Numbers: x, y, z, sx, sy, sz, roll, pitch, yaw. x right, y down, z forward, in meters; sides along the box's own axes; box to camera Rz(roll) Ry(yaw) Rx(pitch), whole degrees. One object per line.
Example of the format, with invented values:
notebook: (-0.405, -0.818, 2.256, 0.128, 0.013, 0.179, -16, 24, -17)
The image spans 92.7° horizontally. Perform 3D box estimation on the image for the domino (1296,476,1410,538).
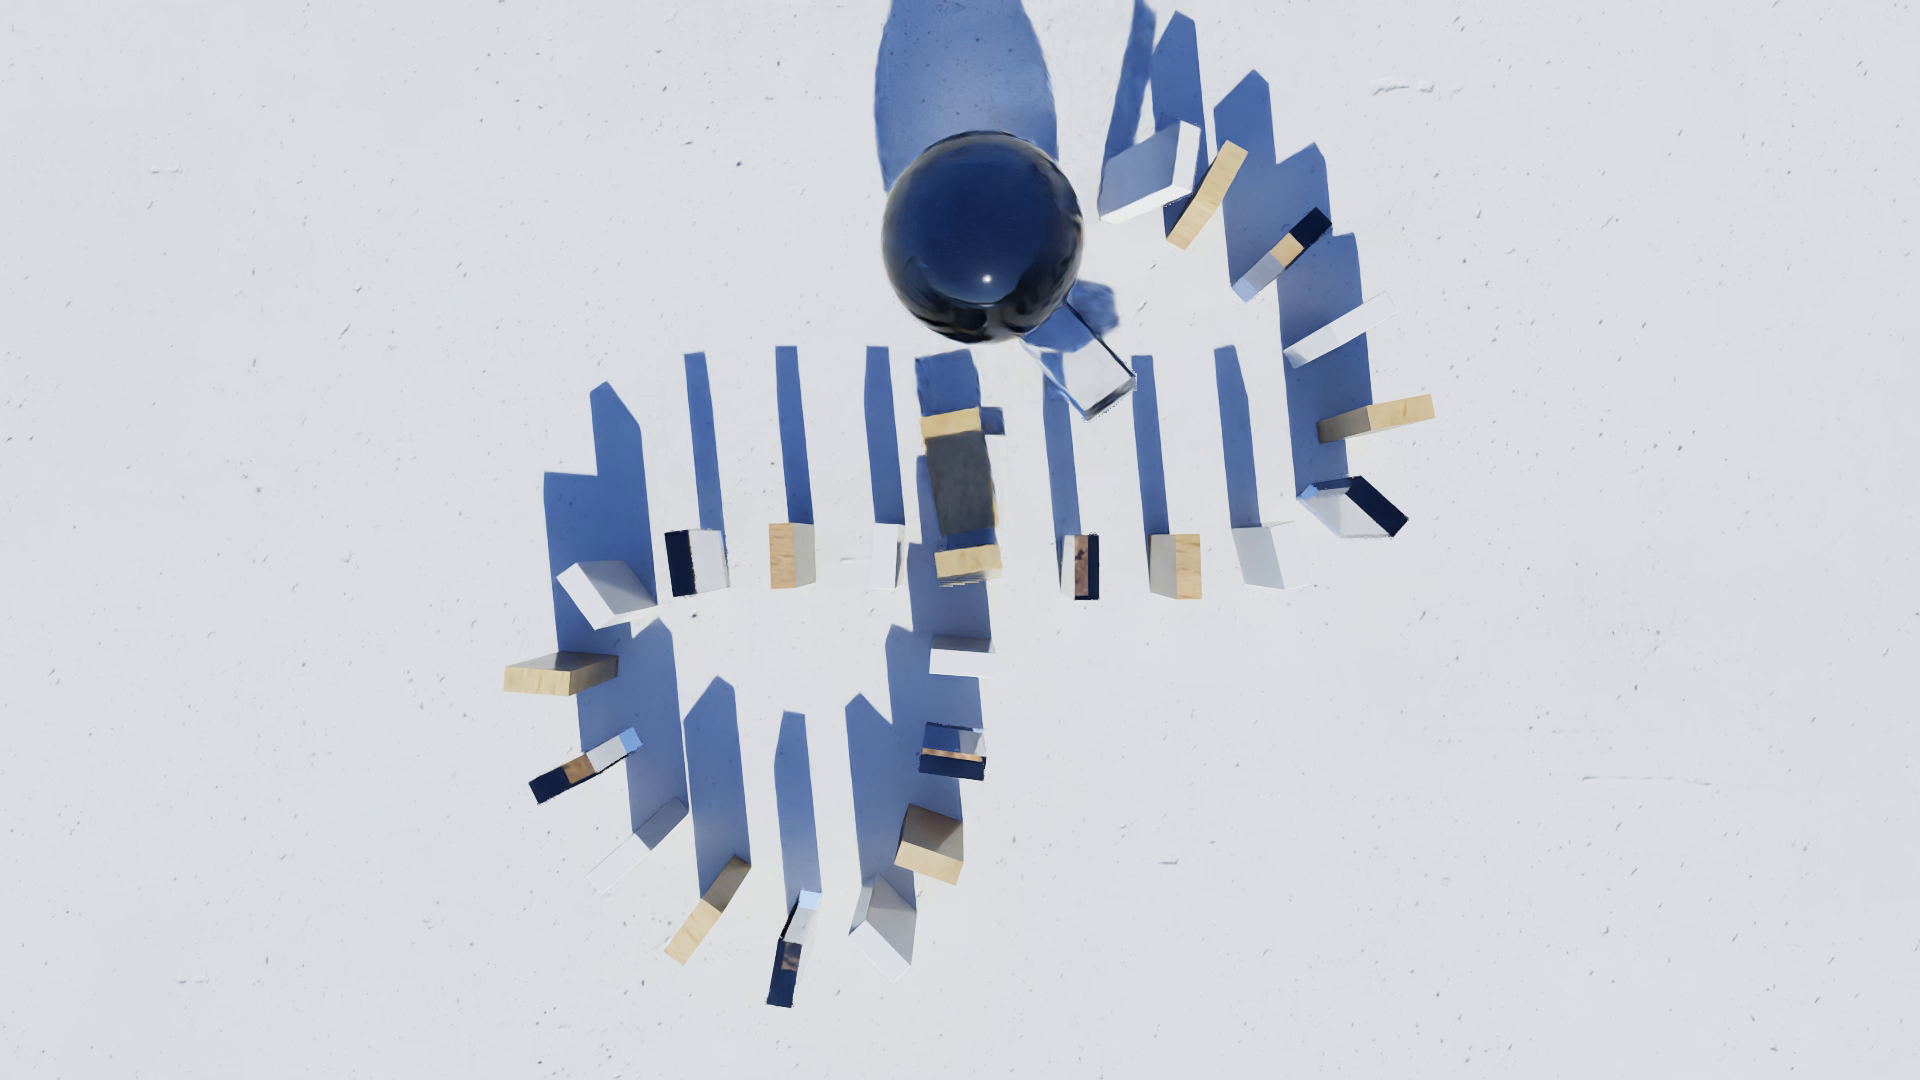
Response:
domino: (0.159, -0.013, 0.375, 0.025, 0.050, 0.009, 42, 90, 0)

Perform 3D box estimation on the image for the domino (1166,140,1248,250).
domino: (0.100, -0.140, 0.375, 0.009, 0.050, 0.025, 29, 90, 0)

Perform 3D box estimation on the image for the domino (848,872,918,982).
domino: (-0.031, 0.157, 0.375, 0.010, 0.050, 0.025, -44, 90, 0)

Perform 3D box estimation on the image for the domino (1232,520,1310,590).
domino: (0.126, 0.006, 0.375, 0.010, 0.050, 0.025, -14, 90, 0)

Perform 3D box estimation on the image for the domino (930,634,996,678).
domino: (0.001, 0.047, 0.375, 0.025, 0.050, 0.009, 4, 90, 0)

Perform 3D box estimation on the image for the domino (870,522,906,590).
domino: (-0.029, 0.006, 0.375, 0.010, 0.050, 0.025, 3, 90, 0)

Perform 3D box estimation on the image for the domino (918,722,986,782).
domino: (-0.003, 0.086, 0.375, 0.025, 0.050, 0.010, 8, 90, 0)

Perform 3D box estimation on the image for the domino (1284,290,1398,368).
domino: (0.154, -0.085, 0.375, 0.025, 0.050, 0.010, -30, 90, 0)

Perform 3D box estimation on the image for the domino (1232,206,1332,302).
domino: (0.130, -0.115, 0.375, 0.025, 0.050, 0.010, -44, 90, 0)

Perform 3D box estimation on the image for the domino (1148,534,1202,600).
domino: (0.087, 0.010, 0.375, 0.010, 0.050, 0.025, -2, 90, 0)

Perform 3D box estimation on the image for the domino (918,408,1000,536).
domino: (0.000, -0.028, 0.386, 0.025, 0.010, 0.050, -11, 90, 0)

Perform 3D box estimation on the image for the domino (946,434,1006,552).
domino: (0.007, -0.020, 0.395, 0.025, 0.009, 0.050, 1, 90, 0)

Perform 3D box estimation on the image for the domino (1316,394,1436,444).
domino: (0.168, -0.049, 0.375, 0.025, 0.050, 0.009, -11, 90, 0)

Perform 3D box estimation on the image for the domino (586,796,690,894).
domino: (-0.131, 0.124, 0.375, 0.025, 0.050, 0.009, -41, 90, 0)

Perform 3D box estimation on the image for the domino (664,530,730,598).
domino: (-0.107, 0.009, 0.375, 0.009, 0.050, 0.025, -8, 90, 0)

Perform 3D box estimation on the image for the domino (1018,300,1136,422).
domino: (0.048, -0.077, 0.386, 0.025, 0.010, 0.050, -36, 67, 0)

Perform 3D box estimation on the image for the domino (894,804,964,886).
domino: (-0.012, 0.123, 0.375, 0.025, 0.050, 0.010, 19, 90, 0)

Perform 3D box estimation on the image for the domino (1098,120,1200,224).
domino: (0.076, -0.149, 0.375, 0.010, 0.050, 0.025, 8, 90, -26)

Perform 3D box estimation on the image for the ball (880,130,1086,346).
ball: (0.009, -0.117, 0.360, 0.080, 0.080, 0.080, 0, 90, 0)

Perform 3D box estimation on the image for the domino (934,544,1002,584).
domino: (0.004, 0.010, 0.375, 0.025, 0.050, 0.010, -9, 84, 0)

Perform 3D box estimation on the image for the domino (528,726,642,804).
domino: (-0.152, 0.091, 0.375, 0.025, 0.050, 0.009, -26, 90, 0)

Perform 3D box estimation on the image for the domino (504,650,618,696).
domino: (-0.162, 0.054, 0.375, 0.025, 0.050, 0.009, 5, 90, 0)

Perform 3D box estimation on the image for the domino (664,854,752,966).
domino: (-0.102, 0.150, 0.375, 0.010, 0.050, 0.025, 36, 90, 0)

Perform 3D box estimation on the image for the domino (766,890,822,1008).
domino: (-0.067, 0.166, 0.375, 0.009, 0.050, 0.025, 10, 90, 0)

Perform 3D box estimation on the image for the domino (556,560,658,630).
domino: (-0.143, 0.021, 0.375, 0.009, 0.050, 0.025, -36, 90, 0)

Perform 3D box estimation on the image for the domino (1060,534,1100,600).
domino: (0.048, 0.011, 0.375, 0.010, 0.050, 0.025, 0, 90, 0)

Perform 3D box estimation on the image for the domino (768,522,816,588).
domino: (-0.068, 0.006, 0.375, 0.009, 0.050, 0.025, -2, 90, 0)
